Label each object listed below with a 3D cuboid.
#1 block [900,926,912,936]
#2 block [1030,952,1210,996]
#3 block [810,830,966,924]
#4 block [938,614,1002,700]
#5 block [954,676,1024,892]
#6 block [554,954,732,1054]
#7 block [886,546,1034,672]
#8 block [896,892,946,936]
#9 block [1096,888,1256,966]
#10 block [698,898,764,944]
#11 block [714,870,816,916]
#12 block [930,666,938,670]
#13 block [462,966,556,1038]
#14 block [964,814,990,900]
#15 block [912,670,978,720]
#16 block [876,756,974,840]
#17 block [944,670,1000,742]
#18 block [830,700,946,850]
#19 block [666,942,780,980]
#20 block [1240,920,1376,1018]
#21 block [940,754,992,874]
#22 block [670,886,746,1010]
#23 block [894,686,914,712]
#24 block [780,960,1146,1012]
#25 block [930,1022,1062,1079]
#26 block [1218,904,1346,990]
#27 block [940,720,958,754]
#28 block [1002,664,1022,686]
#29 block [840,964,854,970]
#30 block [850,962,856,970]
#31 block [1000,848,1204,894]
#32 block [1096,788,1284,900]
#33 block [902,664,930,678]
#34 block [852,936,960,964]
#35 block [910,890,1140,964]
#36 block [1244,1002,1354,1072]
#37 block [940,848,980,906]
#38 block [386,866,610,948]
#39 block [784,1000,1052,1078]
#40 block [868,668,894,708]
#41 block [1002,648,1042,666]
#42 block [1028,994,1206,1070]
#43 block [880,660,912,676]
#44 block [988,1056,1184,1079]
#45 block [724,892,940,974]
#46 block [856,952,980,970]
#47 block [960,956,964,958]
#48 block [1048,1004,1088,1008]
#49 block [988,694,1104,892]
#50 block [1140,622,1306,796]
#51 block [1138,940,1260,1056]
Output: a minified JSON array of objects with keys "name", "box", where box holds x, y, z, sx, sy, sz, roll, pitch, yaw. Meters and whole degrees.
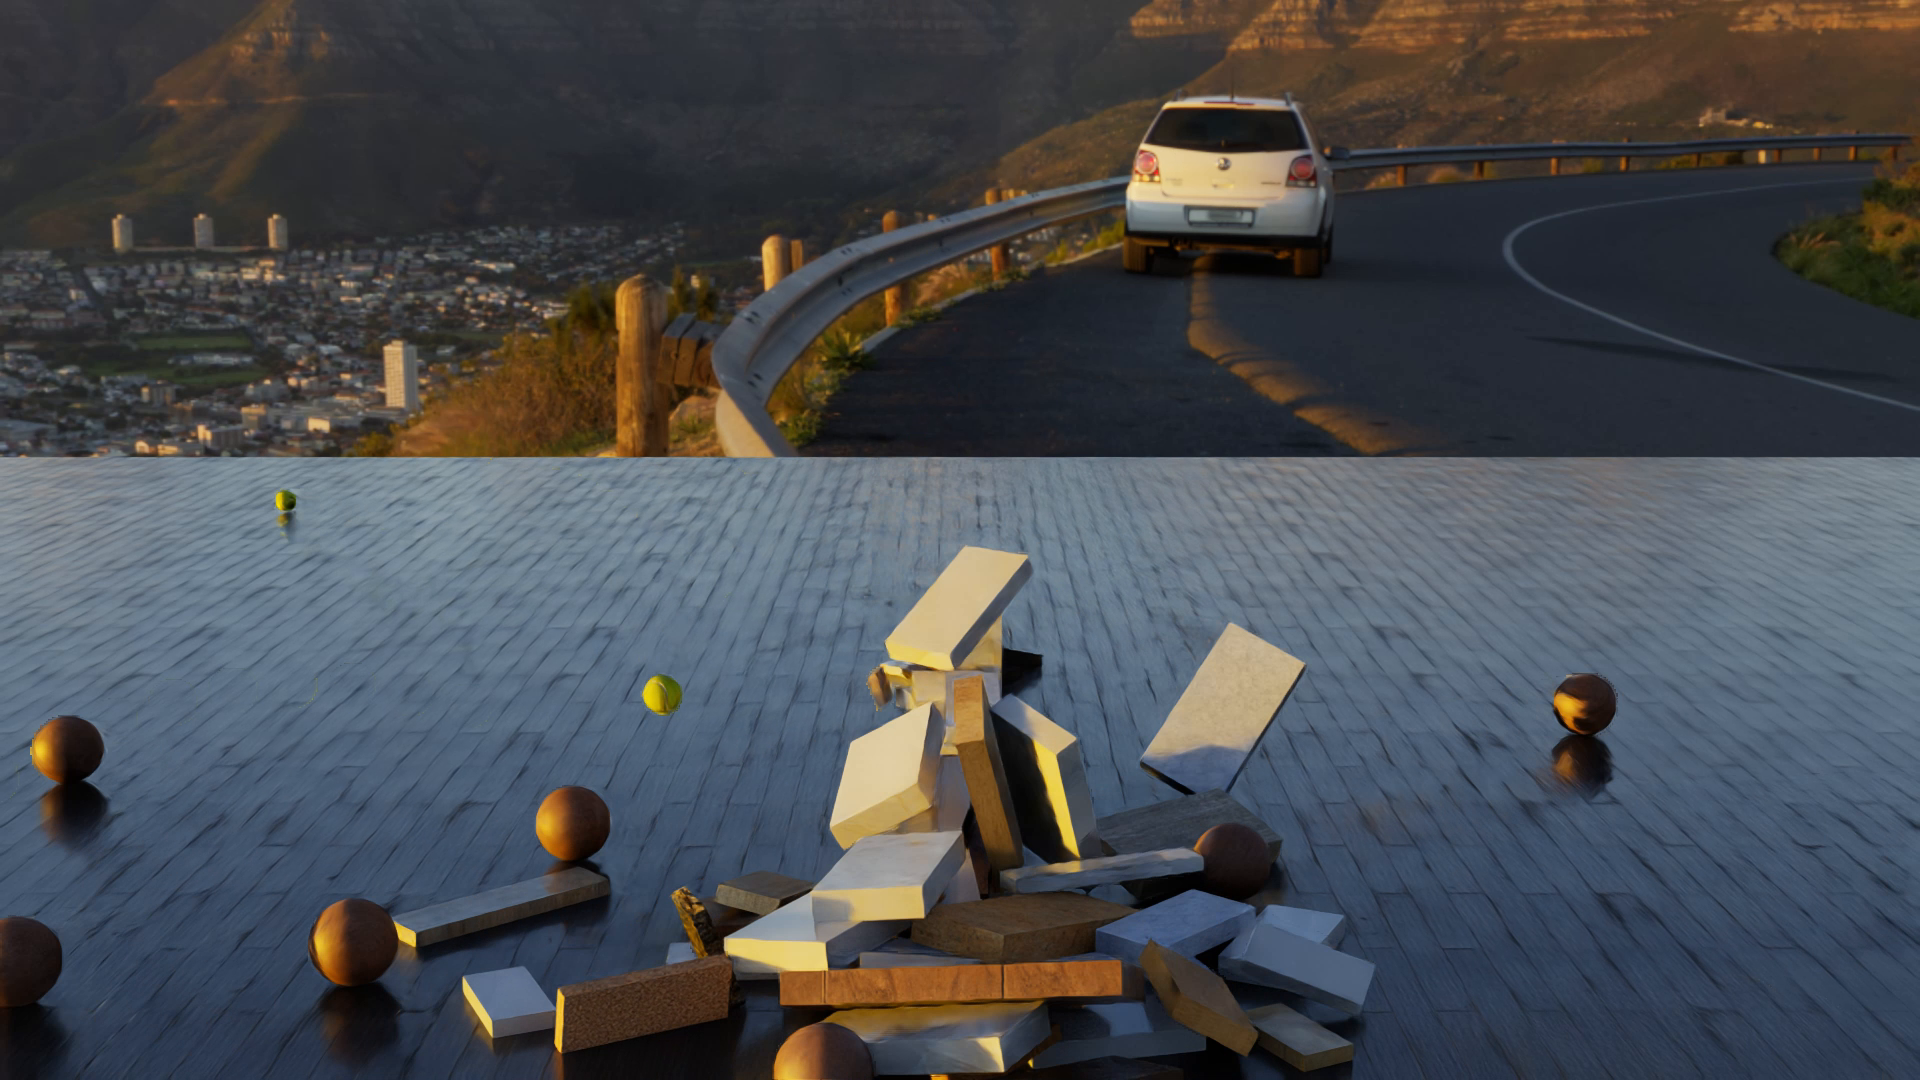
[{"name":"block","box":[-0.162,0.613,3.479,0.169,0.024,0.085,-6,12,-31]},{"name":"block","box":[0.230,0.648,3.259,0.250,0.035,0.125,-4,11,-21]},{"name":"block","box":[-0.103,0.506,3.321,0.165,0.047,0.329,-5,6,11]},{"name":"block","box":[0.022,0.243,4.770,0.139,0.277,0.039,0,0,0]},{"name":"block","box":[0.049,0.405,3.644,0.047,0.329,0.165,-11,34,6]},{"name":"block","box":[-0.443,0.649,3.087,0.250,0.092,0.026,-6,25,-30]},{"name":"block","box":[0.001,0.141,4.647,0.165,0.047,0.329,9,43,34]},{"name":"block","box":[-0.097,0.576,3.429,0.081,0.023,0.162,-3,11,28]},{"name":"block","box":[0.331,0.594,3.359,0.122,0.035,0.245,9,14,41]},{"name":"block","box":[-0.367,0.598,3.463,0.104,0.030,0.209,-1,3,-10]},{"name":"block","box":[-0.307,0.569,3.538,0.104,0.030,0.209,12,1,14]},{"name":"block","box":[-0.016,0.259,4.849,0.101,0.202,0.029,-14,23,-8]},{"name":"block","box":[-0.653,0.667,3.182,0.092,0.026,0.184,-5,12,-25]},{"name":"block","box":[-0.022,0.532,3.689,0.142,0.040,0.284,0,24,1]},{"name":"block","box":[-0.024,0.311,4.430,0.139,0.039,0.310,0,8,-3]},{"name":"block","box":[-0.049,0.457,3.759,0.142,0.040,0.283,4,25,11]},{"name":"block","box":[0.024,0.318,4.215,0.104,0.030,0.280,1,18,0]},{"name":"block","box":[-0.121,0.400,3.779,0.169,0.048,0.338,-28,15,13]},{"name":"block","box":[-0.350,0.638,3.337,0.184,0.026,0.092,-1,11,-4]},{"name":"block","box":[0.507,0.624,3.204,0.180,0.025,0.090,19,35,13]},{"name":"block","box":[-0.004,0.480,3.884,0.142,0.040,0.284,0,31,2]},{"name":"block","box":[-0.365,0.592,3.188,0.024,0.170,0.085,-28,25,-19]},{"name":"block","box":[-0.035,0.339,4.597,0.139,0.039,0.277,-1,3,-16]},{"name":"block","box":[0.004,0.610,2.997,0.472,0.045,0.159,-5,-16,15]},{"name":"block","box":[0.048,0.689,2.952,0.166,0.023,0.083,-24,17,-35]},{"name":"block","box":[0.497,0.625,3.384,0.125,0.035,0.250,5,12,25]},{"name":"block","box":[0.013,0.382,4.175,0.111,0.031,0.221,0,7,5]},{"name":"block","box":[0.048,0.318,5.051,0.101,0.029,0.202,6,12,32]},{"name":"block","box":[-0.164,0.642,3.176,0.093,0.013,0.046,42,47,14]},{"name":"block","box":[-0.101,0.630,3.262,0.162,0.023,0.081,8,10,18]},{"name":"block","box":[0.230,0.536,3.564,0.321,0.024,0.085,-5,3,-16]},{"name":"block","box":[0.379,0.518,3.775,0.330,0.047,0.165,-8,33,-39]},{"name":"block","box":[-0.062,0.282,5.091,0.136,0.019,0.068,-31,25,-32]},{"name":"block","box":[-0.090,0.611,3.242,0.162,0.023,0.081,8,10,20]},{"name":"block","box":[0.111,0.589,3.352,0.169,0.048,0.378,9,3,38]},{"name":"block","box":[0.462,0.691,3.061,0.083,0.023,0.166,-6,12,-28]},{"name":"block","box":[-0.014,0.566,3.538,0.085,0.024,0.169,-6,34,-7]},{"name":"block","box":[-0.745,0.594,3.576,0.362,0.026,0.090,-10,14,-42]},{"name":"block","box":[-0.057,0.666,2.934,0.318,0.045,0.159,-8,3,25]},{"name":"block","box":[-0.169,0.313,4.687,0.019,0.068,0.136,-21,2,5]},{"name":"block","box":[0.092,0.267,5.178,0.101,0.029,0.203,9,-2,41]},{"name":"block","box":[0.204,0.683,3.069,0.250,0.035,0.125,-3,11,-14]},{"name":"block","box":[-0.113,0.303,5.160,0.136,0.019,0.068,7,13,35]},{"name":"block","box":[0.160,0.701,2.816,0.245,0.035,0.122,3,-3,-44]},{"name":"block","box":[-0.185,0.568,3.258,0.169,0.048,0.338,-3,6,27]},{"name":"block","box":[-0.061,0.611,3.117,0.170,0.024,0.085,5,-25,-6]},{"name":"block","box":[-0.005,0.624,3.368,0.085,0.024,0.169,5,6,12]},{"name":"block","box":[0.088,0.644,3.149,0.258,0.023,0.083,-8,5,37]},{"name":"block","box":[0.148,0.420,3.632,0.047,0.330,0.165,-34,43,-24]},{"name":"block","box":[0.498,0.333,4.159,0.165,0.330,0.047,30,-19,17]},{"name":"block","box":[0.333,0.642,3.098,0.122,0.035,0.245,29,4,-8]}]
